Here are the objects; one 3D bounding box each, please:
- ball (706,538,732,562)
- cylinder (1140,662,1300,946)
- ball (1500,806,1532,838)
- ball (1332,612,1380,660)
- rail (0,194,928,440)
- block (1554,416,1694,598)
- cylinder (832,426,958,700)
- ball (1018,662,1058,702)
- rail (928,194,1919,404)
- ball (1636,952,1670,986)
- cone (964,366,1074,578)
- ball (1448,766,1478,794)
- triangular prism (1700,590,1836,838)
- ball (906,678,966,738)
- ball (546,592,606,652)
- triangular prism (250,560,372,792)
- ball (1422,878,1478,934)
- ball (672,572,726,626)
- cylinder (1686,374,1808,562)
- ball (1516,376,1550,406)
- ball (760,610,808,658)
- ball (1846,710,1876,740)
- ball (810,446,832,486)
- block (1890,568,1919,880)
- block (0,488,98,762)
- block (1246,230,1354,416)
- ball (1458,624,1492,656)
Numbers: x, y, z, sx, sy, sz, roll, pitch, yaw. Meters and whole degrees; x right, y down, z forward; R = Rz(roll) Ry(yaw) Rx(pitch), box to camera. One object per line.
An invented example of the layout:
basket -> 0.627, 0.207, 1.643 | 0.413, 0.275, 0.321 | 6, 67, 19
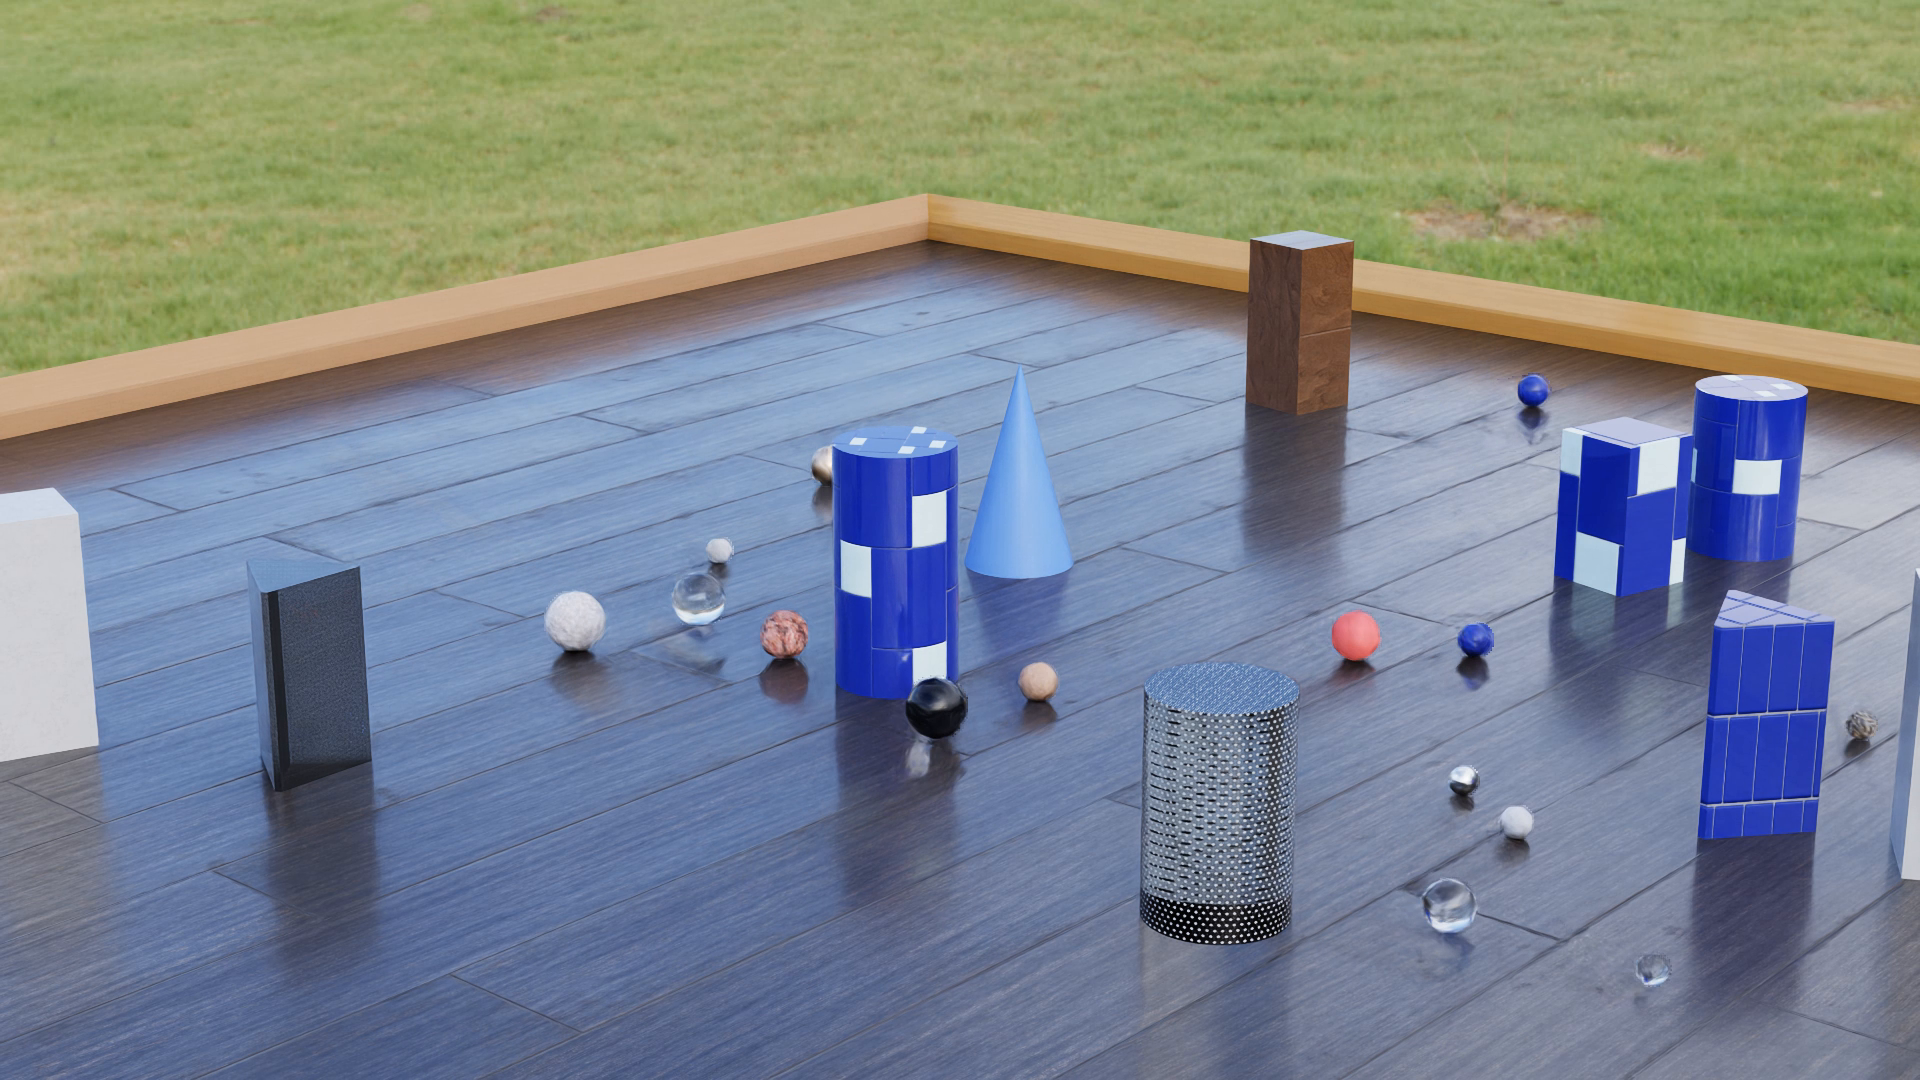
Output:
ball -> -0.437, 0.019, 5.313 | 0.045, 0.045, 0.045 | 0, 17, 0
cylinder -> 0.334, 0.338, 3.788 | 0.198, 0.313, 0.198 | 0, 17, 0
ball -> 0.773, 0.392, 4.073 | 0.046, 0.046, 0.046 | 0, 17, 0
ball -> 0.648, 0.157, 4.796 | 0.080, 0.080, 0.080 | 0, 17, 0
rail -> -1.656, -0.382, 6.496 | 0.045, 0.129, 4.824 | 14, 22, 39
block -> 1.173, -0.061, 5.190 | 0.159, 0.269, 0.159 | -12, 20, -34
cylinder -> -0.102, 0.034, 4.659 | 0.198, 0.393, 0.198 | 0, 17, 0
ball -> 0.123, 0.223, 4.608 | 0.061, 0.061, 0.061 | 0, 17, 0
rail -> 1.566, -0.488, 6.846 | 4.433, 0.129, 0.045 | 14, 22, 39
ball -> 0.855, 0.530, 3.623 | 0.041, 0.041, 0.041 | 0, 17, 0
cone -> 0.107, -0.138, 5.268 | 0.198, 0.372, 0.198 | 0, 17, 0
ball -> 0.726, 0.347, 4.232 | 0.041, 0.041, 0.041 | 0, 17, 0
triangular prism -> 1.102, 0.240, 4.117 | 0.172, 0.311, 0.149 | -3, 17, -9
ball -> -0.036, 0.255, 4.448 | 0.093, 0.093, 0.093 | 0, 17, 0
ball -> -0.633, 0.134, 4.836 | 0.099, 0.099, 0.099 | 0, 17, 0
triangular prism -> -0.988, 0.187, 4.309 | 0.149, 0.303, 0.172 | 14, 22, 38
ball -> 0.629, 0.470, 3.771 | 0.071, 0.071, 0.071 | 0, 17, 0
ball -> -0.443, 0.100, 4.965 | 0.091, 0.091, 0.091 | 0, 17, 0
cylinder -> 1.440, -0.133, 5.376 | 0.198, 0.300, 0.198 | 0, 17, 0
ball -> 1.254, -0.326, 6.418 | 0.069, 0.069, 0.069 | 0, 17, 0
ball -> -0.288, 0.154, 4.802 | 0.081, 0.081, 0.081 | 0, 17, 0
ball -> 1.367, 0.281, 4.449 | 0.043, 0.043, 0.043 | 0, 17, 0
ball -> -0.257, -0.148, 5.808 | 0.079, 0.079, 0.079 | 0, 17, 0
block -> 1.359, 0.251, 3.946 | 0.159, 0.388, 0.159 | 3, 17, 11
block -> -1.408, 0.126, 4.404 | 0.159, 0.365, 0.159 | -9, 19, -28
block -> 0.741, -0.476, 6.404 | 0.159, 0.364, 0.159 | -13, 21, -37
ball -> 0.845, 0.164, 4.814 | 0.055, 0.055, 0.055 | 0, 17, 0
